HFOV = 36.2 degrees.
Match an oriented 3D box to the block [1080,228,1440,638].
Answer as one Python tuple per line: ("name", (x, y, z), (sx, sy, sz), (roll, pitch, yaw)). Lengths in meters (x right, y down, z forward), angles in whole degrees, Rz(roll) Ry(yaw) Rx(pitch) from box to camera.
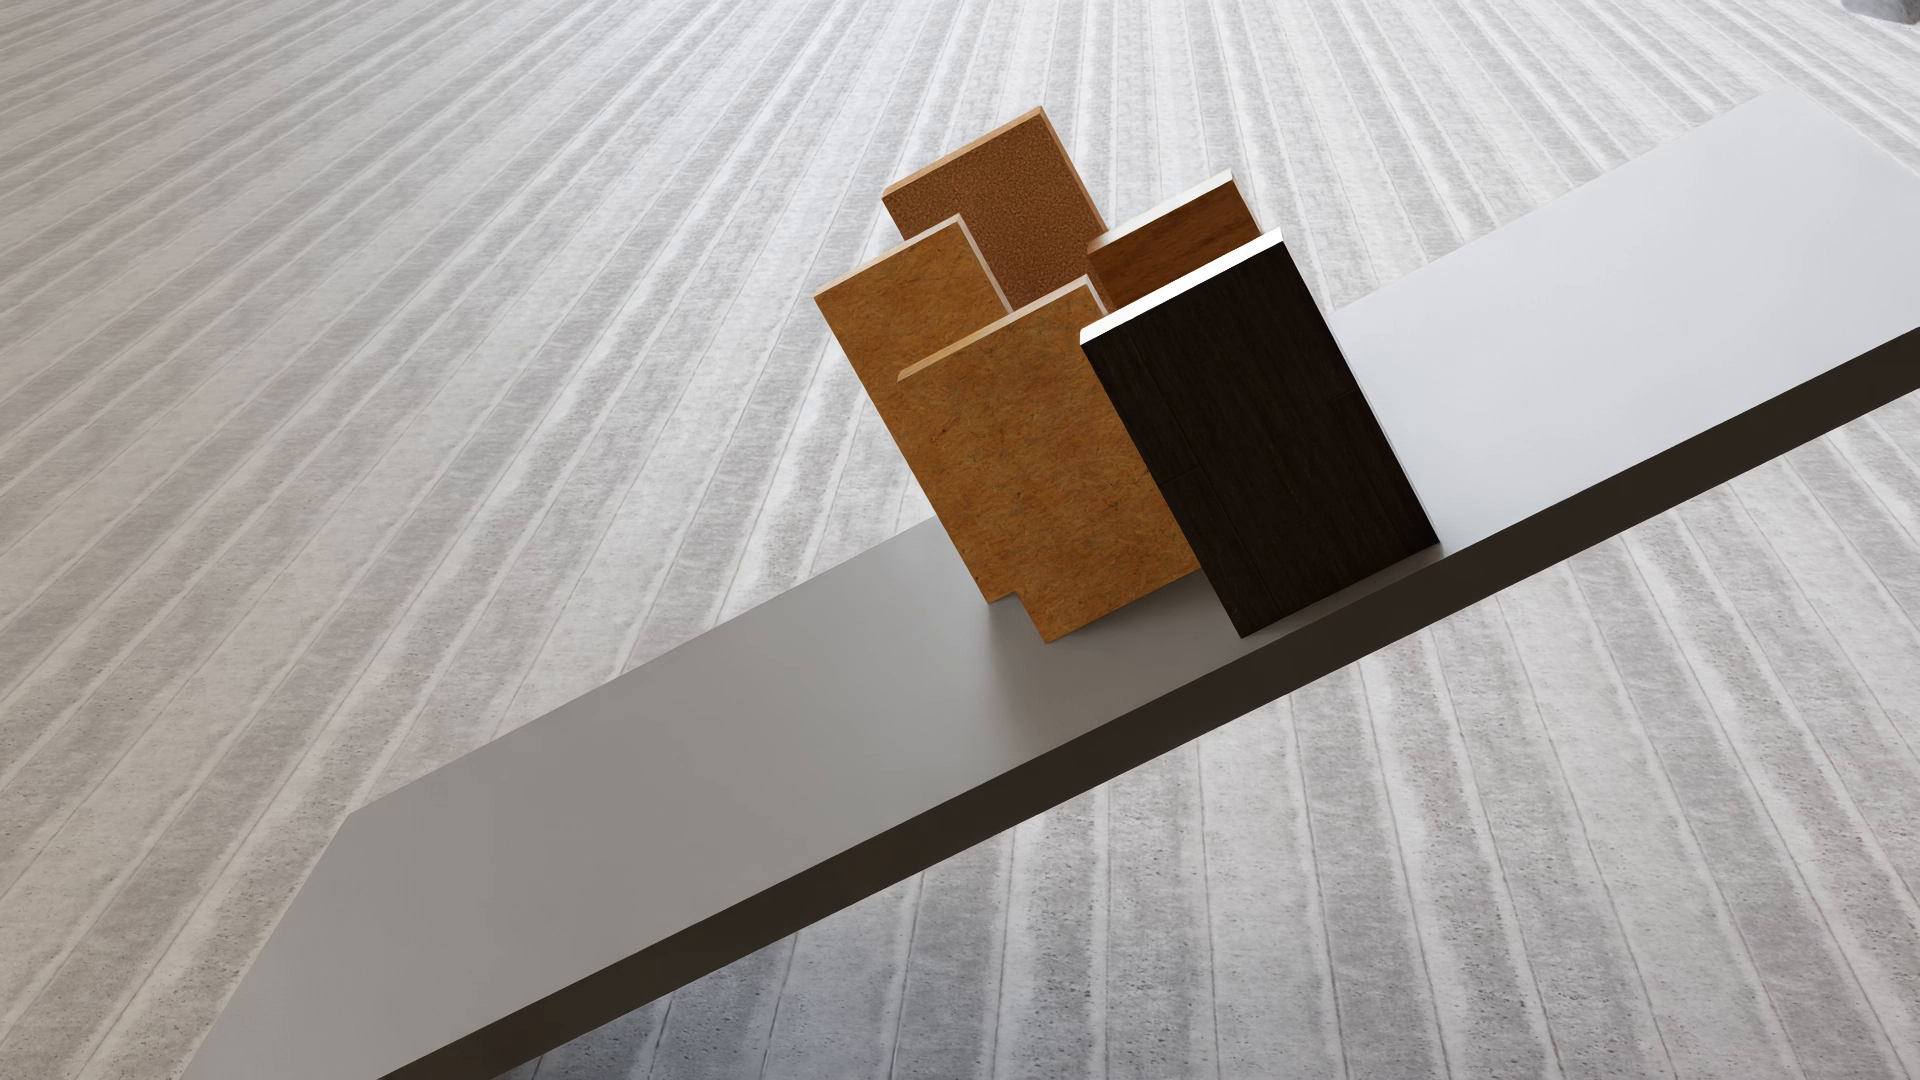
("block", (0.536, -0.187, 5.251), (0.396, 0.618, 0.113), (-27, 14, 11))

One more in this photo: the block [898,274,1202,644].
("block", (0.209, -0.155, 5.800), (0.417, 0.612, 0.083), (-27, 14, 11))

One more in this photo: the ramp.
("ramp", (0.141, 0.167, 6.282), (4.000, 0.100, 2.000), (-27, 14, 11))

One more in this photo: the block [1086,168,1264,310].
("block", (0.560, -0.505, 6.522), (0.355, 0.515, 0.138), (-27, 14, 11))

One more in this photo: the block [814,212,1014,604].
("block", (0.029, -0.274, 6.250), (0.344, 0.766, 0.085), (-27, 14, 11))

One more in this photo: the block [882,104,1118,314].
("block", (0.194, -0.552, 6.823), (0.411, 0.799, 0.120), (-27, 14, 11))

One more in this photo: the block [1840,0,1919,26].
("block", (1.809, -1.148, 5.703), (0.194, 0.194, 0.194), (-44, 30, -6))
